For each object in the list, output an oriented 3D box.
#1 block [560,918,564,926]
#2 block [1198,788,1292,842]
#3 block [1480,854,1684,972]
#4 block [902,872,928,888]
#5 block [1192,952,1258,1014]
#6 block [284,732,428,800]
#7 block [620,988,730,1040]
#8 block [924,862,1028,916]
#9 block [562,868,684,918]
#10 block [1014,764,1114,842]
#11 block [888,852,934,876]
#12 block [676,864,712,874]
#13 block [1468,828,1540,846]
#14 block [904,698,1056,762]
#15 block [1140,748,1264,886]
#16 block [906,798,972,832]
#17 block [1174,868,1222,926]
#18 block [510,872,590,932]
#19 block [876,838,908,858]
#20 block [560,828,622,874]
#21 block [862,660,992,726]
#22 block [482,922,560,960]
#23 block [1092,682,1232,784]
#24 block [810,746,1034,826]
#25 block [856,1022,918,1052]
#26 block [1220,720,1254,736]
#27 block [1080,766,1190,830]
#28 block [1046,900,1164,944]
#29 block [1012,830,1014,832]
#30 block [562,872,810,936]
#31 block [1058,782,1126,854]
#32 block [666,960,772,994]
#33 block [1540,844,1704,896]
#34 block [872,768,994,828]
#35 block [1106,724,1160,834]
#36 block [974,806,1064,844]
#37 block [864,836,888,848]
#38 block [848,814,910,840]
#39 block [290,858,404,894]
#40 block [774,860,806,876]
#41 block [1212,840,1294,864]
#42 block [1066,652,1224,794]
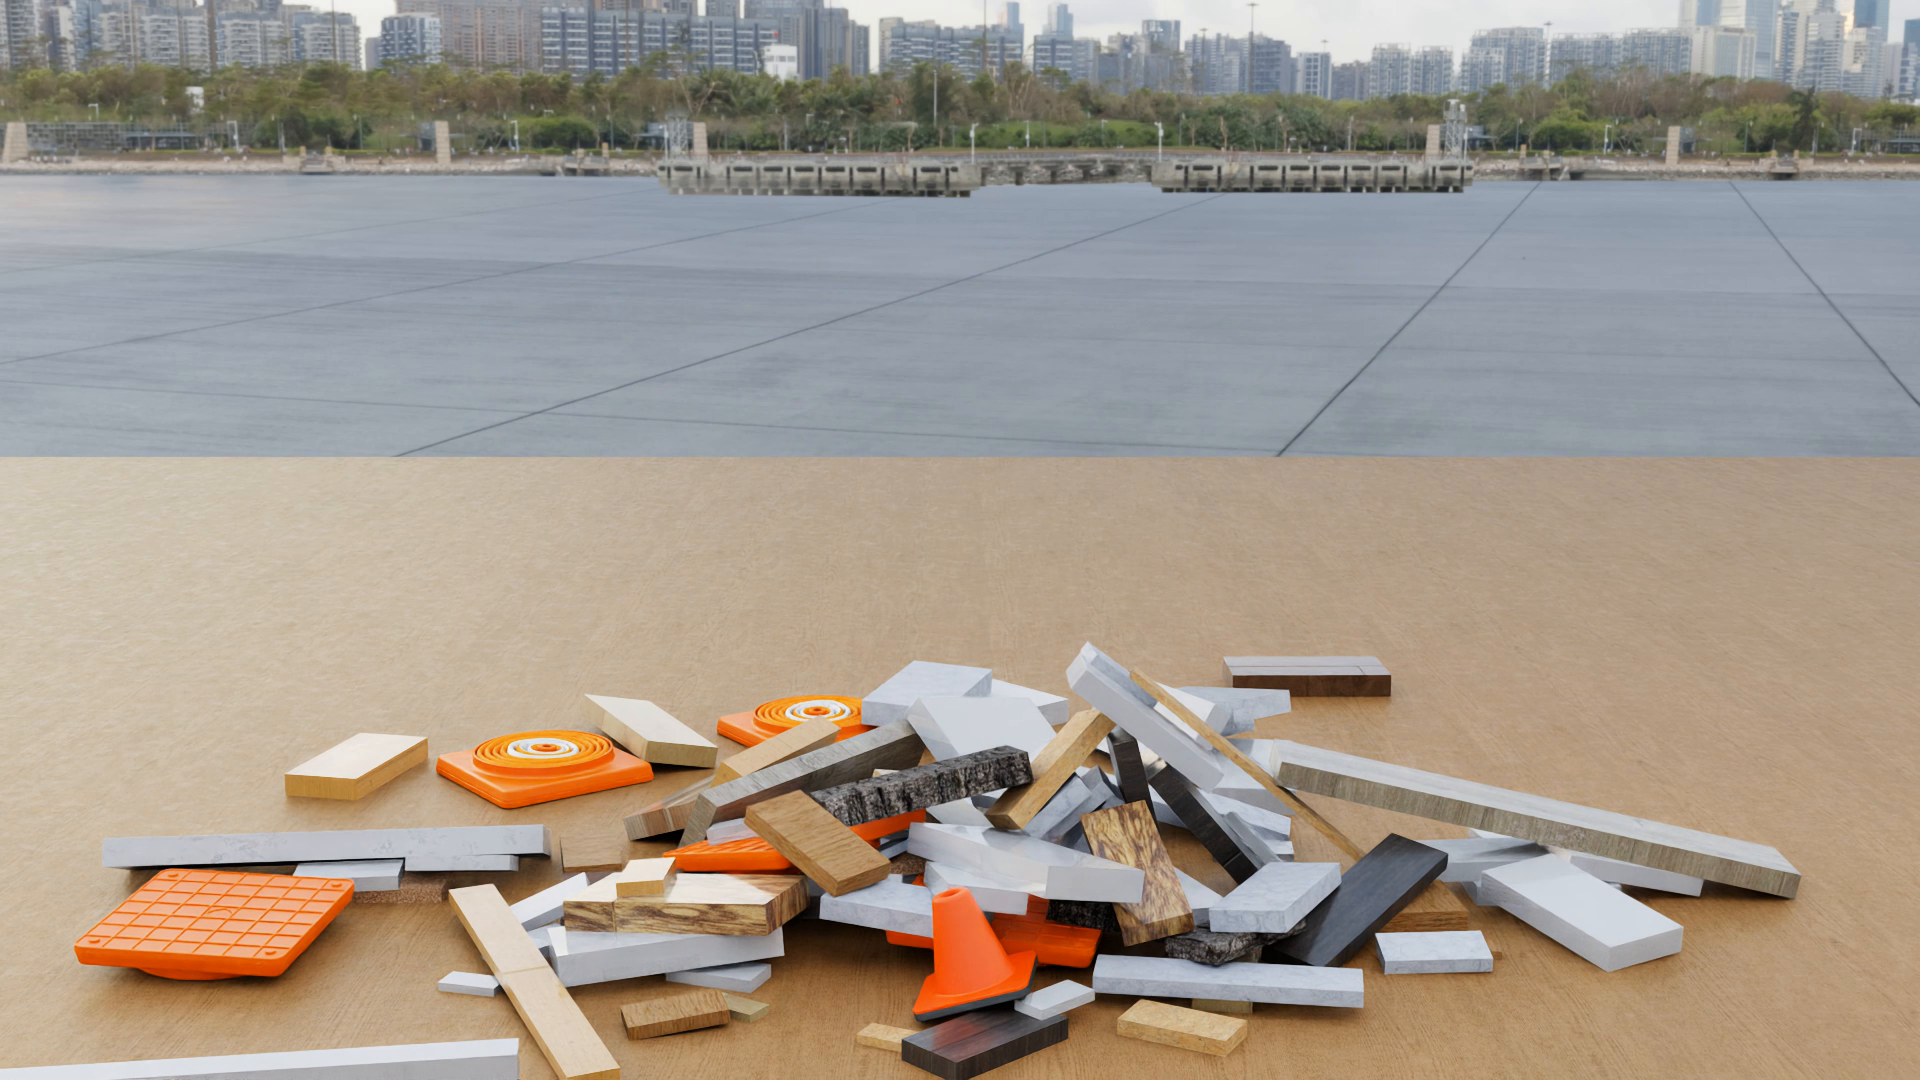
[{"bbox_3d":[-0.574,0.593,3.487,0.054,0.015,0.108,29,41,30],"label":"block"},{"bbox_3d":[0.490,0.496,3.947,0.204,0.029,0.102,17,13,7],"label":"block"},{"bbox_3d":[0.979,0.585,3.477,0.148,0.042,0.295,-9,19,-26],"label":"block"},{"bbox_3d":[-0.133,0.578,3.671,0.161,0.023,0.081,-1,11,-4],"label":"block"},{"bbox_3d":[0.394,0.653,3.260,0.087,0.025,0.175,2,11,10],"label":"block"},{"bbox_3d":[-1.186,0.444,4.337,0.149,0.042,0.299,2,11,13],"label":"block"},{"bbox_3d":[-0.405,0.674,3.124,0.144,0.020,0.072,-7,16,-16],"label":"block"},{"bbox_3d":[0.022,0.527,3.334,0.120,0.034,0.240,8,-1,-9],"label":"block"},{"bbox_3d":[-0.543,0.578,3.549,0.194,0.028,0.097,-1,36,-7],"label":"block"},{"bbox_3d":[0.162,0.458,3.638,0.203,0.029,0.101,-39,8,5],"label":"block"},{"bbox_3d":[-0.113,0.530,3.606,0.161,0.023,0.081,-8,9,1],"label":"block"},{"bbox_3d":[-0.419,0.563,3.612,0.054,0.015,0.146,-4,13,-42],"label":"block"},{"bbox_3d":[1.000,0.531,3.923,0.163,0.023,0.081,-2,11,-10],"label":"block"},{"bbox_3d":[0.062,0.381,4.232,0.340,0.048,0.170,5,40,-50],"label":"block"},{"bbox_3d":[0.409,0.471,3.648,0.040,0.285,0.143,-41,9,5],"label":"block"},{"bbox_3d":[-0.033,0.484,3.849,0.123,0.035,0.246,19,14,-13],"label":"block"},{"bbox_3d":[0.317,0.546,3.439,0.110,0.031,0.220,2,14,-34],"label":"block"},{"bbox_3d":[-0.654,0.581,3.491,0.140,0.020,0.070,-24,23,-5],"label":"block"},{"bbox_3d":[-0.127,0.510,3.586,0.056,0.016,0.112,-16,2,43],"label":"block"},{"bbox_3d":[-0.643,0.547,3.823,0.097,0.028,0.194,-2,11,-12],"label":"block"},{"bbox_3d":[-0.066,0.329,4.640,0.178,0.050,0.356,6,12,16],"label":"block"},{"bbox_3d":[-0.661,0.629,3.405,0.070,0.020,0.140,9,14,41],"label":"block"},{"bbox_3d":[0.380,0.373,4.382,0.048,0.170,0.340,35,-9,-31],"label":"block"},{"bbox_3d":[-0.065,0.406,3.610,0.343,0.049,0.171,-13,1,-11],"label":"block"},{"bbox_3d":[-0.094,0.695,3.067,0.091,0.013,0.045,5,12,26],"label":"block"},{"bbox_3d":[0.444,0.378,4.544,0.153,0.043,0.305,-8,3,-39],"label":"block"},{"bbox_3d":[0.334,0.474,4.006,0.235,0.033,0.117,17,7,-12],"label":"block"},{"bbox_3d":[0.247,0.574,3.398,0.217,0.031,0.108,11,12,5],"label":"block"},{"bbox_3d":[0.092,0.528,3.722,0.101,0.029,0.202,9,31,15],"label":"block"},{"bbox_3d":[-0.417,0.556,3.367,0.334,0.047,0.167,-2,6,19],"label":"block"},{"bbox_3d":[0.200,0.498,3.656,0.029,0.203,0.101,34,6,-7],"label":"block"},{"bbox_3d":[-0.362,0.649,3.298,0.140,0.020,0.070,4,11,20],"label":"block"},{"bbox_3d":[1.106,0.541,3.679,0.237,0.034,0.118,11,10,-9],"label":"block"},{"bbox_3d":[-0.040,0.459,3.749,0.121,0.034,0.241,9,14,-37],"label":"block"},{"bbox_3d":[0.297,0.449,3.641,0.040,0.285,0.143,-15,11,-1],"label":"block"},{"bbox_3d":[0.118,0.512,3.956,0.170,0.048,0.390,0,11,-3],"label":"block"},{"bbox_3d":[-0.121,0.530,3.757,0.112,0.016,0.056,7,12,32],"label":"block"},{"bbox_3d":[-0.124,0.488,3.937,0.123,0.035,0.246,1,11,11],"label":"block"},{"bbox_3d":[-1.014,0.558,3.645,0.171,0.024,0.086,-1,11,-7],"label":"block"},{"bbox_3d":[-0.226,0.557,3.663,0.161,0.023,0.081,-1,11,0],"label":"block"},{"bbox_3d":[0.513,0.546,3.852,0.139,0.020,0.069,1,11,5],"label":"block"},{"bbox_3d":[0.302,0.300,3.615,0.285,0.040,0.143,37,6,-5],"label":"block"}]
